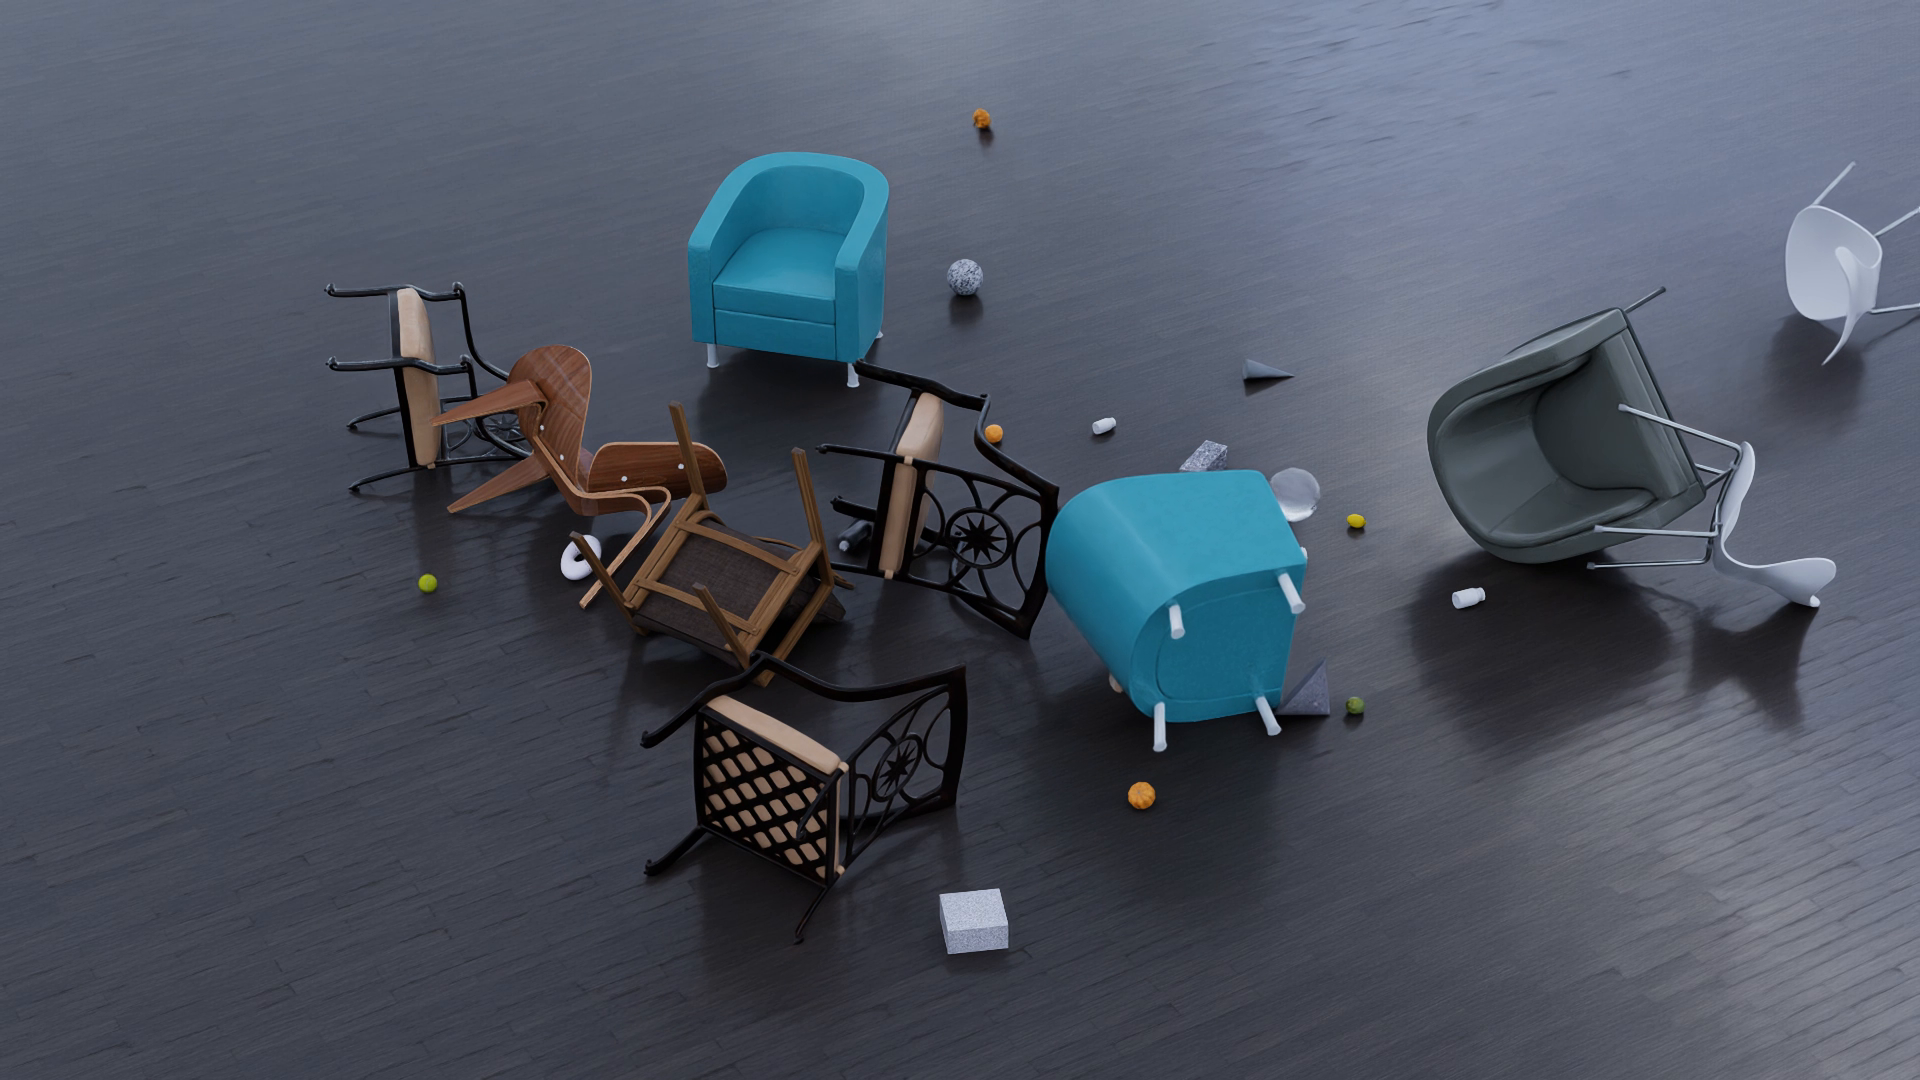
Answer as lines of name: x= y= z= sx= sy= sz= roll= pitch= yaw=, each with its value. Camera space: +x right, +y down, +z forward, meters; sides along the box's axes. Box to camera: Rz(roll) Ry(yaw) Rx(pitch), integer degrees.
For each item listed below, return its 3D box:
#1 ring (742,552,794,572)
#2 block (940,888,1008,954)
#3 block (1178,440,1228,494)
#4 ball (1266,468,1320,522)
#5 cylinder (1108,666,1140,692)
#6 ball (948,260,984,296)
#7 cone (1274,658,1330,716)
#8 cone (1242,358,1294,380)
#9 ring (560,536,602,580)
ring: x=-0.710 y=0.078 z=10.796 sx=0.196 sy=0.033 sz=0.106 roll=3 pitch=32 yaw=6
block: x=0.043 y=1.179 z=9.071 sx=0.187 sy=0.093 sz=0.175 roll=-5 pitch=34 yaw=-7
block: x=0.935 y=-0.280 z=11.287 sx=0.091 sy=0.091 sz=0.239 roll=17 pitch=37 yaw=24
ball: x=1.252 y=-0.169 z=11.016 sx=0.204 sy=0.204 sz=0.204 roll=0 pitch=33 yaw=0
cylinder: x=0.568 y=0.484 z=10.145 sx=0.069 sy=0.071 sz=0.084 roll=-20 pitch=28 yaw=-28
ball: x=0.022 y=-1.120 z=12.503 sx=0.155 sy=0.155 sz=0.155 roll=0 pitch=33 yaw=0
cone: x=1.215 y=0.551 z=10.034 sx=0.145 sy=0.190 sz=0.294 roll=44 pitch=57 yaw=1
cone: x=1.268 y=-0.682 z=11.945 sx=0.215 sy=0.078 sz=0.115 roll=7 pitch=30 yaw=-8
ring: x=-1.395 y=0.064 z=10.798 sx=0.138 sy=0.054 sz=0.274 roll=5 pitch=33 yaw=5
